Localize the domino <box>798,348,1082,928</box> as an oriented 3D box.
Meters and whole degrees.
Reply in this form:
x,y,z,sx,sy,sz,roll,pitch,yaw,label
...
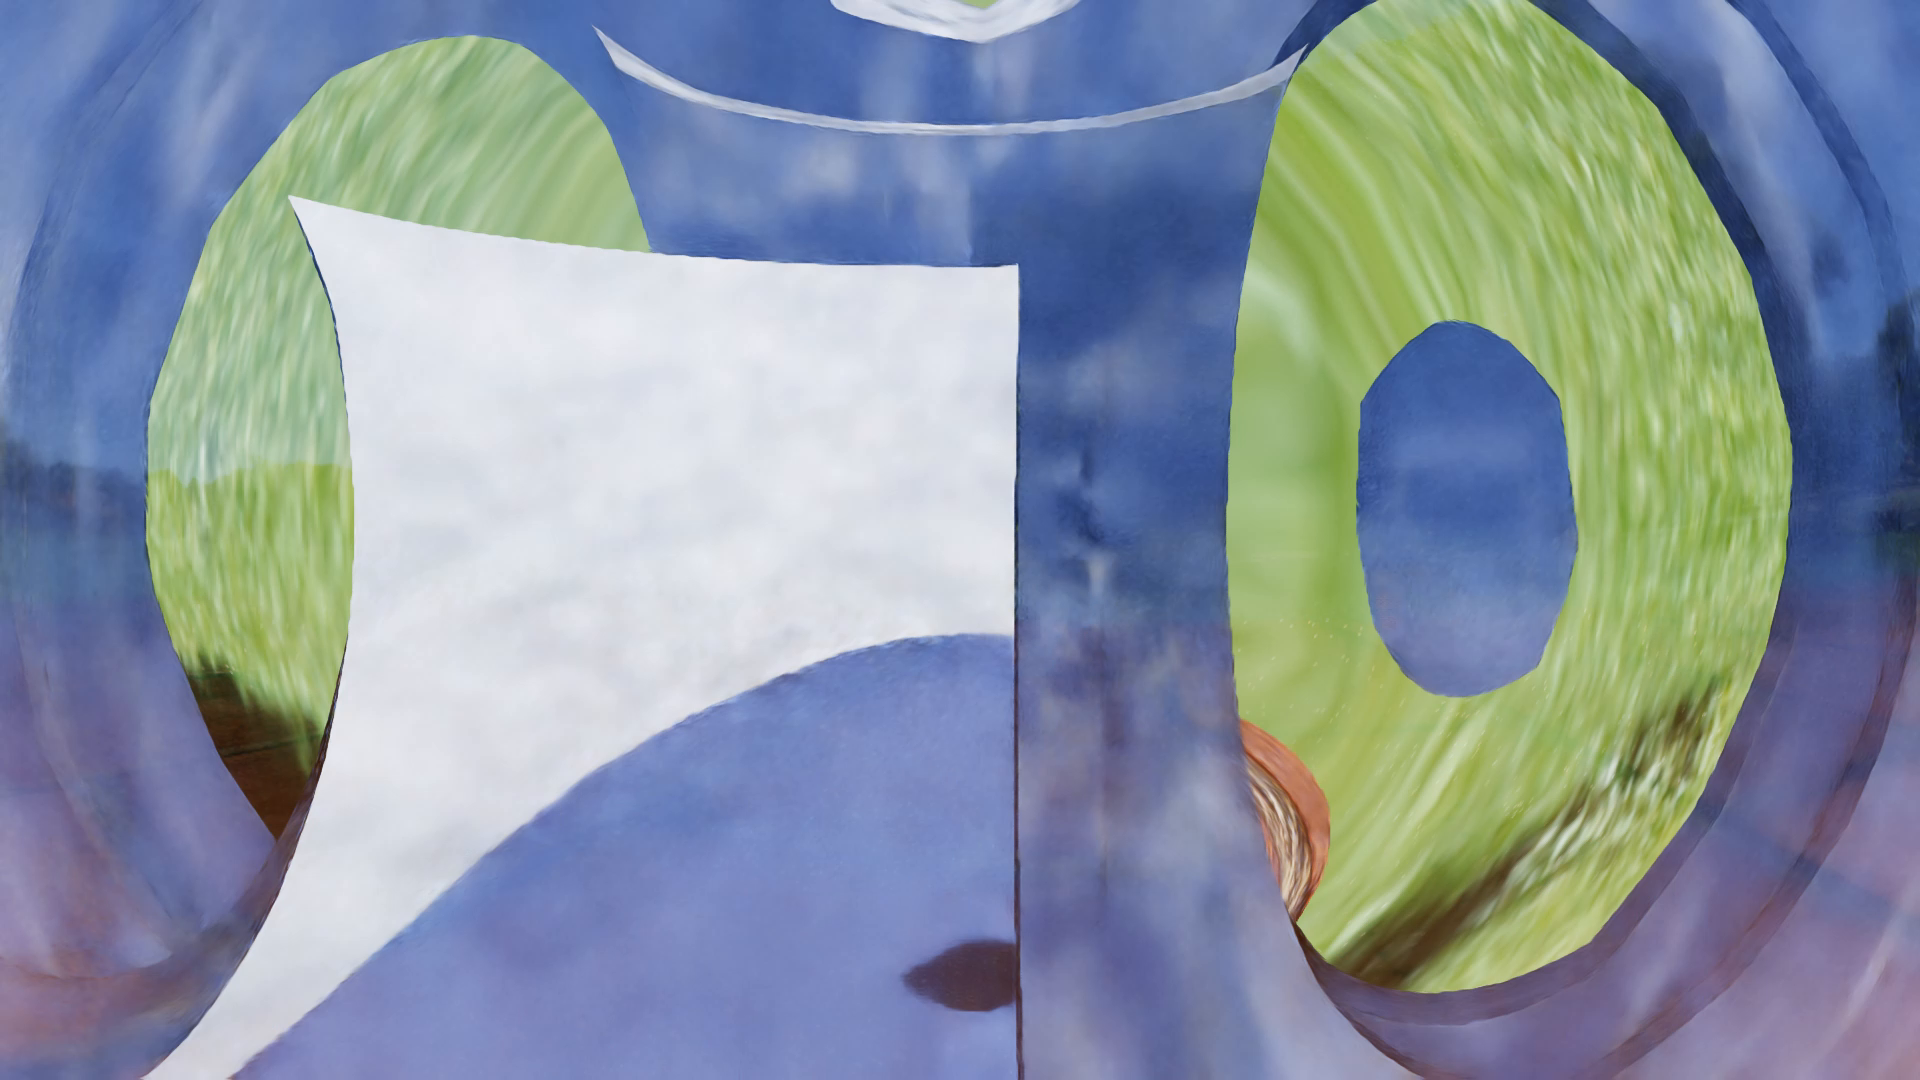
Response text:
x,y,z,sx,sy,sz,roll,pitch,yaw,label
-0.002,0.008,0.116,0.025,0.050,0.009,0,-6,2,domino

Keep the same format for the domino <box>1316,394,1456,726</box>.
x,y,z,sx,sy,sz,roll,pitch,yaw,label
0.067,0.002,0.205,0.010,0.050,0.025,-1,4,-9,domino

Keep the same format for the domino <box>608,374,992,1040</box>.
x,y,z,sx,sy,sz,roll,pitch,yaw,label
-0.010,0.011,0.098,0.025,0.050,0.009,0,-25,1,domino

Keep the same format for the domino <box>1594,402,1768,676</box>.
x,y,z,sx,sy,sz,roll,pitch,yaw,label
0.135,-0.001,0.241,0.025,0.050,0.009,1,4,16,domino

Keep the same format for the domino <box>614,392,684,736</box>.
x,y,z,sx,sy,sz,roll,pitch,yaw,label
-0.046,0.003,0.198,0.009,0.050,0.025,0,4,-4,domino

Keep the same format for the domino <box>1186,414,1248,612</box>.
x,y,z,sx,sy,sz,roll,pitch,yaw,label
0.067,-0.008,0.335,0.010,0.050,0.025,2,5,24,domino

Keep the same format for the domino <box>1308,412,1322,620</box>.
x,y,z,sx,sy,sz,roll,pitch,yaw,label
0.096,-0.006,0.317,0.010,0.050,0.025,3,6,39,domino

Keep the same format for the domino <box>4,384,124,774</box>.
x,y,z,sx,sy,sz,roll,pitch,yaw,label
-0.124,0.004,0.177,0.009,0.050,0.025,-4,6,-39,domino

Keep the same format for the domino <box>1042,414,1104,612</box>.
x,y,z,sx,sy,sz,roll,pitch,yaw,label
0.027,-0.008,0.337,0.010,0.050,0.025,-2,5,-23,domino

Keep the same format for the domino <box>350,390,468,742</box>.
x,y,z,sx,sy,sz,roll,pitch,yaw,label
-0.083,0.003,0.194,0.009,0.050,0.025,-1,4,-10,domino

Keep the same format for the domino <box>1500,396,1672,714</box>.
x,y,z,sx,sy,sz,roll,pitch,yaw,label
0.103,0.002,0.213,0.009,0.050,0.025,-1,5,-18,domino

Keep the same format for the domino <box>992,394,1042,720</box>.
x,y,z,sx,sy,sz,roll,pitch,yaw,label
0.000,0.002,0.201,0.025,0.050,0.009,0,4,0,domino

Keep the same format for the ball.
x,y,z,sx,sy,sz,roll,pitch,yaw,label
0.000,-0.002,0.055,0.080,0.080,0.080,0,4,0,ball

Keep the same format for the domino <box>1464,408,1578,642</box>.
x,y,z,sx,sy,sz,roll,pitch,yaw,label
0.125,-0.004,0.285,0.025,0.050,0.009,-3,5,-33,domino

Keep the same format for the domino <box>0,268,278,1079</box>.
x,y,z,sx,sy,sz,roll,pitch,yaw,label
-0.046,0.013,0.061,0.009,0.050,0.025,0,4,5,domino
